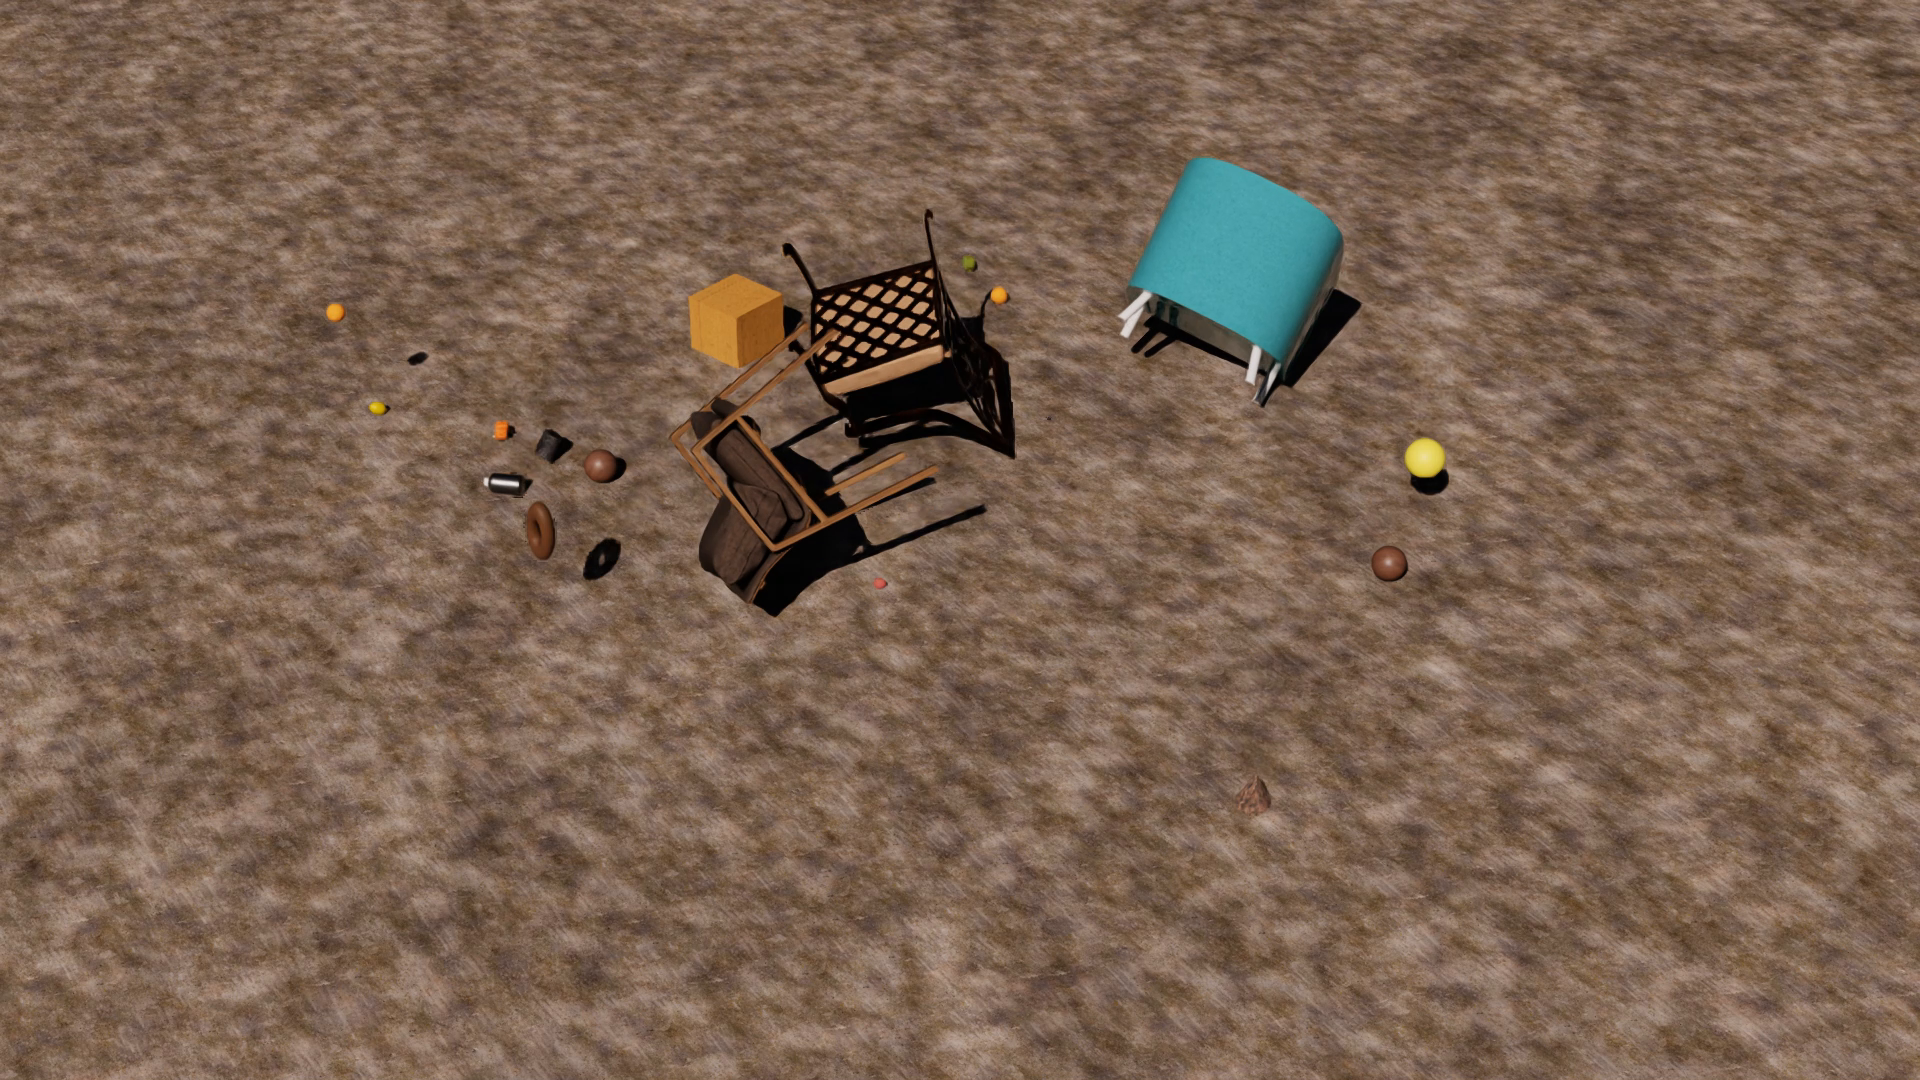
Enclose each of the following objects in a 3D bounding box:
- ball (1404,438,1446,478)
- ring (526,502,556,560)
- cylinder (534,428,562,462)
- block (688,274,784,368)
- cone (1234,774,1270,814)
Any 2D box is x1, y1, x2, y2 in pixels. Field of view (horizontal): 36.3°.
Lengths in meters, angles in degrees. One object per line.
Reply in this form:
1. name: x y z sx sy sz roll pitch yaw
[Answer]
1. ball: 1.724 -0.303 10.865 0.150 0.150 0.150 0 33 0
2. ring: -1.455 -0.032 10.173 0.122 0.222 0.053 23 35 38
3. cylinder: -1.598 -0.369 11.388 0.075 0.096 0.096 21 12 -26
4. block: -0.921 -0.904 12.100 0.273 0.238 0.271 26 41 33
5. cone: 0.960 0.807 9.554 0.118 0.158 0.105 -5 51 -4
